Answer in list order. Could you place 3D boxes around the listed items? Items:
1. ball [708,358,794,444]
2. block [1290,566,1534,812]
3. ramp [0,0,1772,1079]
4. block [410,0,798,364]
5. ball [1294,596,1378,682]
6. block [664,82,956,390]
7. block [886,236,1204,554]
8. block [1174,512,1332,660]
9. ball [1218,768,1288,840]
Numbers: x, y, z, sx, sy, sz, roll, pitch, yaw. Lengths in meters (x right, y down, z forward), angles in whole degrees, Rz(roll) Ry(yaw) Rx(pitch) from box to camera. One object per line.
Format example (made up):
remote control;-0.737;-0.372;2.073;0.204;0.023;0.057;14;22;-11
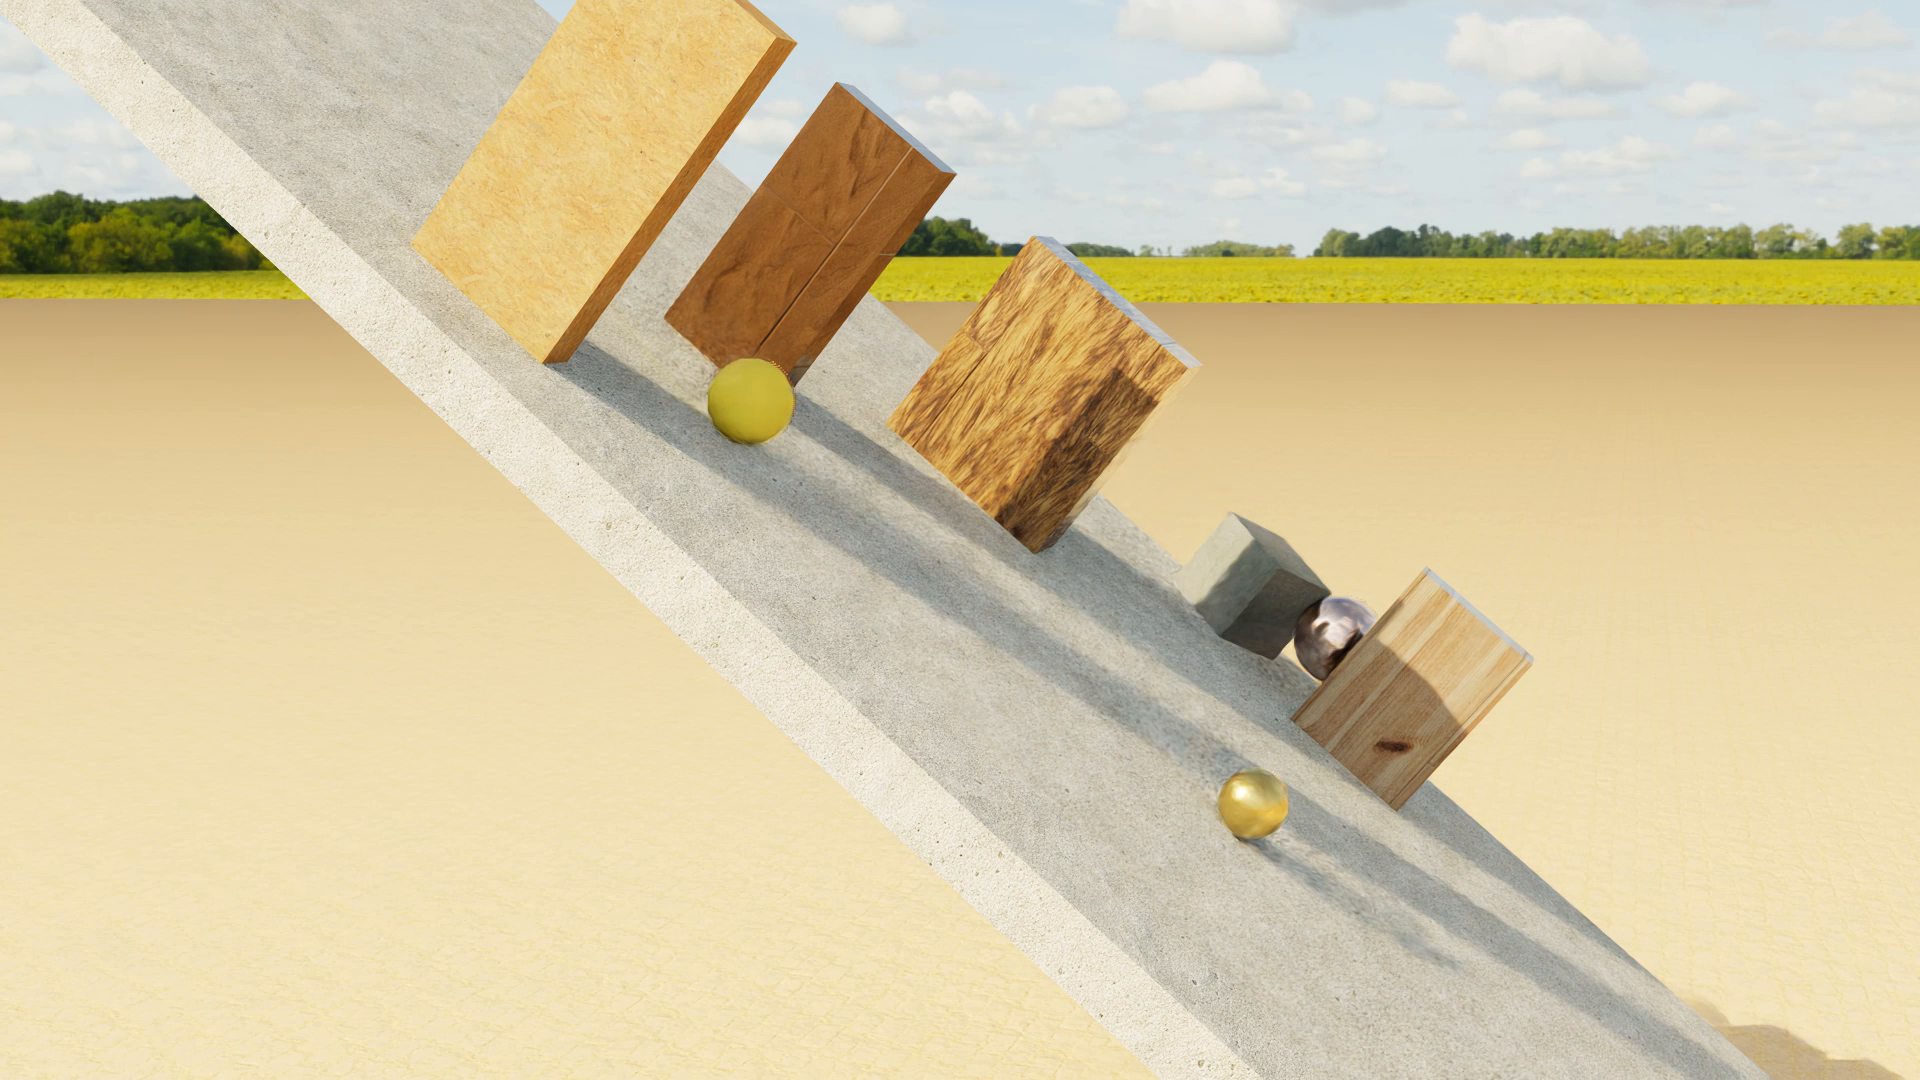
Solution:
ball;-0.344;-0.228;3.609;0.141;0.141;0.141;0;7;0
block;0.914;0.301;4.453;0.282;0.406;0.087;42;16;9
ramp;-0.002;0.050;4.041;4.000;0.100;2.000;42;16;9
block;-0.542;-0.593;3.310;0.284;0.612;0.085;42;16;9
ball;0.800;0.212;4.647;0.187;0.187;0.187;0;7;0
block;-0.266;-0.515;3.860;0.245;0.523;0.090;42;16;9
block;0.162;-0.283;4.272;0.390;0.468;0.150;42;16;9
block;0.631;0.100;4.750;0.199;0.199;0.199;23;22;-43
ball;0.490;0.440;3.672;0.117;0.117;0.117;0;7;0
